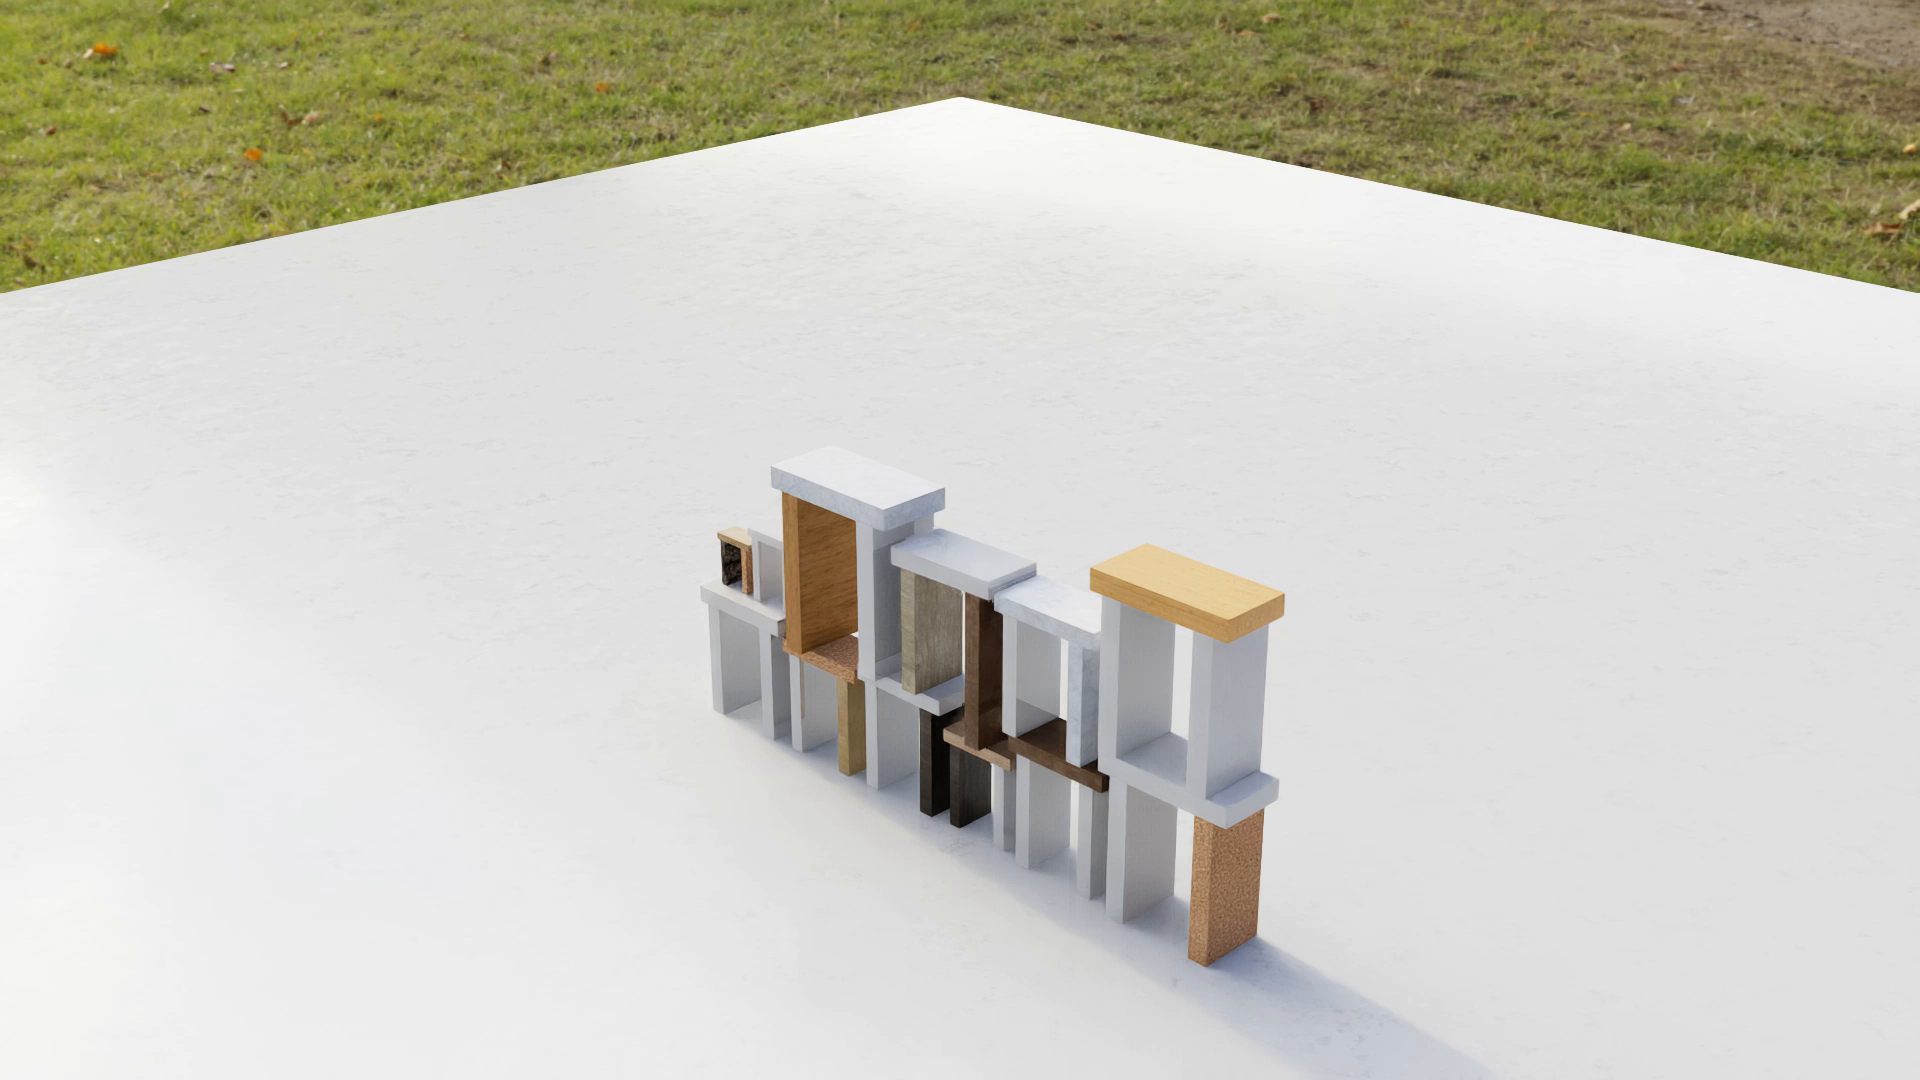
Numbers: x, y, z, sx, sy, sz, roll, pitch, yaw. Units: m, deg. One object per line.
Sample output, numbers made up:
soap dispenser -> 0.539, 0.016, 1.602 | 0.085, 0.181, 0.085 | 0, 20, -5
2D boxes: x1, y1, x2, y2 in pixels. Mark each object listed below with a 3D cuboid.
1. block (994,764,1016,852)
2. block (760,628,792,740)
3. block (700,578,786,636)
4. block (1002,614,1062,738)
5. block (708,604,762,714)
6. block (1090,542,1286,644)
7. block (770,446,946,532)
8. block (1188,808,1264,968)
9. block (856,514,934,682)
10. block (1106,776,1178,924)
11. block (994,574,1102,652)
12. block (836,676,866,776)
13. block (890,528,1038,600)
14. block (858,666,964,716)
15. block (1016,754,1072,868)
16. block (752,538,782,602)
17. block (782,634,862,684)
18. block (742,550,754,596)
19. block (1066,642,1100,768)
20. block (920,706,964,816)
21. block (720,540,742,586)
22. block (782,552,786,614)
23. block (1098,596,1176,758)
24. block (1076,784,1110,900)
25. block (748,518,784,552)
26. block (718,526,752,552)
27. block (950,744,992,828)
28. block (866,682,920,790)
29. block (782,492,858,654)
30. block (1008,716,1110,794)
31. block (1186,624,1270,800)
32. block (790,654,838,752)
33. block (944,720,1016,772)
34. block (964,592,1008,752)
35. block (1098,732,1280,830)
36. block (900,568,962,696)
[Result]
block -> 0.108, 0.511, 4.321 | 0.092, 0.184, 0.026 | -22, 31, -40
block -> -0.368, 0.292, 4.744 | 0.036, 0.257, 0.128 | 21, 31, 41
block -> -0.428, 0.134, 4.742 | 0.256, 0.036, 0.128 | 21, 31, 41
block -> 0.137, 0.240, 4.179 | 0.124, 0.247, 0.035 | -21, 31, -41
block -> -0.489, 0.245, 4.855 | 0.036, 0.257, 0.128 | 21, 31, 41
block -> 0.393, 0.090, 3.830 | 0.310, 0.044, 0.155 | 21, 31, 41
block -> -0.206, -0.106, 4.401 | 0.334, 0.047, 0.167 | 21, 31, 41
block -> 0.479, 0.605, 3.955 | 0.042, 0.297, 0.148 | 21, 31, 41
block -> -0.127, 0.100, 4.403 | 0.047, 0.334, 0.167 | 21, 31, 41
block -> 0.339, 0.550, 4.083 | 0.042, 0.297, 0.148 | 21, 31, 41
block -> 0.195, 0.133, 4.070 | 0.247, 0.035, 0.124 | 21, 31, 41
block -> -0.203, 0.372, 4.598 | 0.032, 0.223, 0.112 | 21, 31, 41
block -> 0.006, 0.045, 4.228 | 0.132, 0.037, 0.265 | -21, 29, -41
block -> -0.083, 0.283, 4.443 | 0.238, 0.034, 0.119 | 21, 31, 41
block -> 0.162, 0.506, 4.263 | 0.034, 0.239, 0.120 | 21, 31, 41
block -> -0.408, 0.055, 4.698 | 0.020, 0.144, 0.072 | 21, 31, 41
block -> -0.256, 0.234, 4.596 | 0.112, 0.032, 0.223 | -21, 31, -40
block -> -0.444, 0.061, 4.733 | 0.015, 0.104, 0.052 | 21, 31, 41
block -> 0.253, 0.286, 4.071 | 0.124, 0.248, 0.035 | -21, 31, -40
block -> -0.027, 0.430, 4.444 | 0.034, 0.238, 0.119 | 21, 31, 41
block -> -0.494, 0.042, 4.778 | 0.015, 0.104, 0.052 | 21, 31, 41
block -> -0.340, 0.081, 4.636 | 0.020, 0.144, 0.072 | 21, 31, 41
block -> 0.320, 0.224, 3.967 | 0.044, 0.310, 0.155 | 21, 31, 41
block -> 0.275, 0.550, 4.159 | 0.034, 0.239, 0.120 | 21, 31, 41
block -> -0.374, -0.008, 4.635 | 0.144, 0.020, 0.072 | 21, 31, 41
block -> -0.469, -0.003, 4.732 | 0.104, 0.015, 0.052 | 21, 31, 41
block -> 0.022, 0.477, 4.402 | 0.026, 0.184, 0.092 | 21, 31, 41
block -> -0.139, 0.386, 4.547 | 0.034, 0.238, 0.119 | 21, 31, 41
block -> -0.285, 0.046, 4.551 | 0.167, 0.350, 0.047 | -21, 31, -40
block -> 0.219, 0.402, 4.158 | 0.120, 0.034, 0.239 | -21, 31, -41
block -> 0.466, 0.281, 3.832 | 0.044, 0.310, 0.155 | 21, 31, 41
block -> -0.308, 0.331, 4.694 | 0.112, 0.223, 0.032 | -21, 31, -41
block -> 0.064, 0.397, 4.319 | 0.092, 0.026, 0.184 | -21, 30, -40
block -> 0.069, 0.235, 4.241 | 0.132, 0.326, 0.037 | -21, 31, -40
block -> 0.409, 0.422, 3.953 | 0.297, 0.042, 0.148 | 21, 31, 41
block -> -0.055, 0.162, 4.346 | 0.132, 0.265, 0.037 | -21, 31, -41
